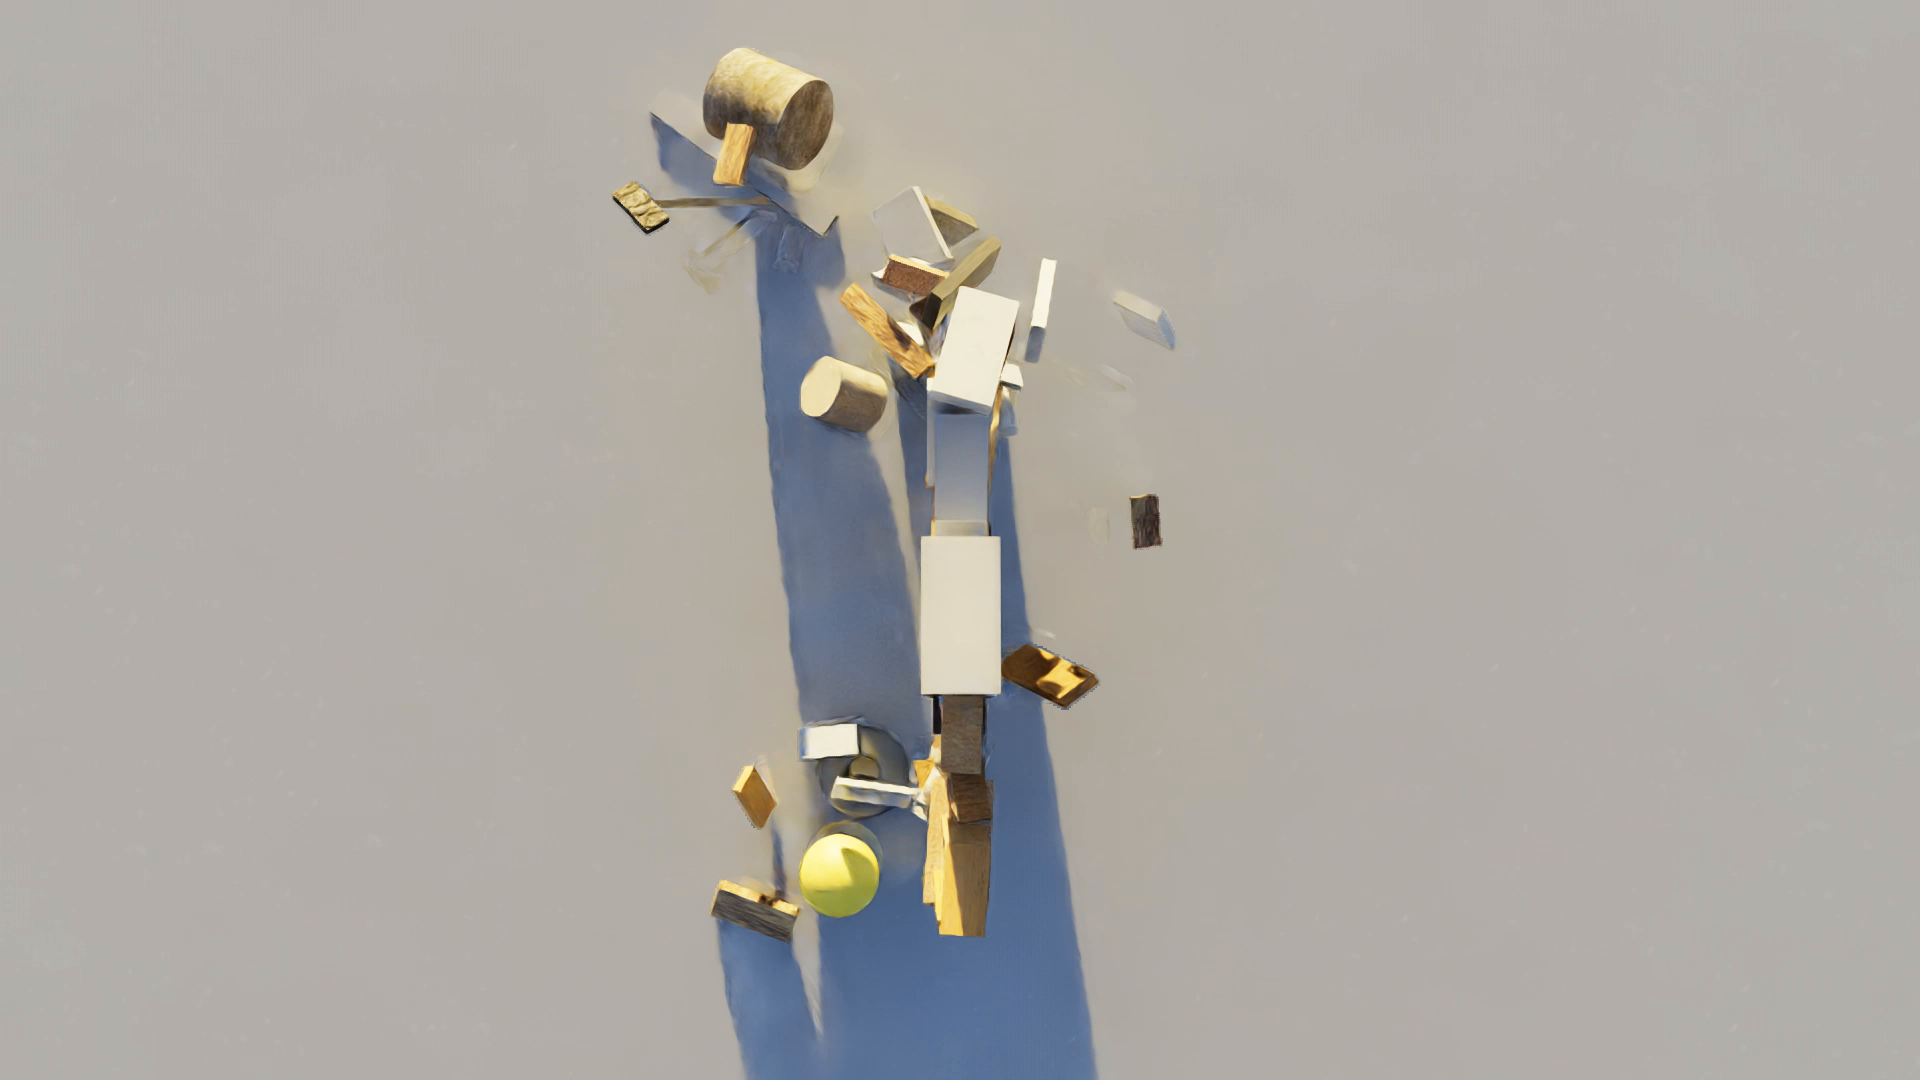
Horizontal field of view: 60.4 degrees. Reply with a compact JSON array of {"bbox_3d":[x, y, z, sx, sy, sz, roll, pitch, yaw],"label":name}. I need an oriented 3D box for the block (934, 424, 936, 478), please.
[{"bbox_3d":[-0.001,-0.163,4.006,0.124,0.035,0.255,0,126,-1],"label":"block"}]

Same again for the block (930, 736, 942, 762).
[{"bbox_3d":[-0.022,0.615,4.720,0.121,0.241,0.034,21,75,3],"label":"block"}]

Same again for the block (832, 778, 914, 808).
[{"bbox_3d":[-0.279,0.805,5.251,0.249,0.084,0.024,10,48,-10],"label":"block"}]

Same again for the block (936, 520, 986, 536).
[{"bbox_3d":[0.003,0.008,4.017,0.124,0.035,0.248,-1,116,0],"label":"block"}]

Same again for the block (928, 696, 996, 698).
[{"bbox_3d":[0.004,0.337,3.995,0.177,0.541,0.050,0,80,0],"label":"block"}]

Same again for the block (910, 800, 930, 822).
[{"bbox_3d":[-0.097,0.849,5.239,0.024,0.168,0.084,25,87,-27],"label":"block"}]

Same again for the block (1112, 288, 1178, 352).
[{"bbox_3d":[0.529,-0.620,4.679,0.135,0.452,0.038,28,93,13],"label":"block"}]

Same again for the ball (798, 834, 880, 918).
[{"bbox_3d":[-0.394,1.093,5.368,0.265,0.265,0.265,0,90,0],"label":"ball"}]

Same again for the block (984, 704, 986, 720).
[{"bbox_3d":[-0.001,0.417,4.441,0.135,0.269,0.038,0,106,0],"label":"block"}]

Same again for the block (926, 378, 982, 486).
[{"bbox_3d":[-0.006,-0.258,3.994,0.147,0.312,0.042,-1,46,-1],"label":"block"}]

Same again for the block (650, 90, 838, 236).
[{"bbox_3d":[-0.721,-1.254,5.488,0.711,0.025,0.087,36,90,0],"label":"block"}]

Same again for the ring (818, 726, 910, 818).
[{"bbox_3d":[-0.319,0.766,5.450,0.303,0.101,0.303,0,90,0],"label":"ring"}]

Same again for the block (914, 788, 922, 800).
[{"bbox_3d":[-0.061,0.779,5.005,0.132,0.264,0.037,1,85,-7],"label":"block"}]

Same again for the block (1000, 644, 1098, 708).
[{"bbox_3d":[0.241,0.382,4.687,0.121,0.434,0.034,-35,109,-15],"label":"block"}]

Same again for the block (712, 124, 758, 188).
[{"bbox_3d":[-0.646,-1.105,4.734,0.087,0.025,0.175,12,85,24],"label":"block"}]

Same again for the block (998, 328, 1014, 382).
[{"bbox_3d":[0.038,-0.459,4.062,0.147,0.293,0.042,6,67,-6],"label":"block"}]

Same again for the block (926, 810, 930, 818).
[{"bbox_3d":[-0.078,0.834,5.065,0.051,0.103,0.015,-24,75,-11],"label":"block"}]

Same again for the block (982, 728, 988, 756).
[{"bbox_3d":[0.020,0.520,4.276,0.099,0.351,0.028,3,90,1],"label":"block"}]

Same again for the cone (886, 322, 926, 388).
[{"bbox_3d":[-0.194,-0.589,5.456,0.196,0.196,0.196,17,117,0],"label":"cone"}]

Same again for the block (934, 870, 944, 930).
[{"bbox_3d":[-0.008,0.915,4.209,0.111,0.222,0.031,-1,112,-3],"label":"block"}]

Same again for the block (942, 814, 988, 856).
[{"bbox_3d":[0.013,0.773,4.259,0.111,0.222,0.031,-1,108,-4],"label":"block"}]

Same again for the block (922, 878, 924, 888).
[{"bbox_3d":[-0.003,0.964,4.787,0.167,0.827,0.047,-14,82,0],"label":"block"}]

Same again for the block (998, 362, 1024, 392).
[{"bbox_3d":[0.105,-0.462,4.556,0.149,0.021,0.074,13,49,-34],"label":"block"}]

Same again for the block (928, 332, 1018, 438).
[{"bbox_3d":[0.033,-0.444,4.657,0.176,0.050,0.352,-11,65,-9],"label":"block"}]

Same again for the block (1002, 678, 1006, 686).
[{"bbox_3d":[0.091,0.445,4.973,0.130,0.065,0.018,-33,95,21],"label":"block"}]

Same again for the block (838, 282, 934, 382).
[{"bbox_3d":[-0.211,-0.596,4.697,0.074,0.021,0.361,-47,67,9],"label":"block"}]

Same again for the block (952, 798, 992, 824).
[{"bbox_3d":[0.030,0.704,4.282,0.083,0.166,0.023,3,96,-7],"label":"block"}]

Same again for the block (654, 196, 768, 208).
[{"bbox_3d":[-0.797,-1.059,5.183,0.083,0.513,0.023,2,102,32],"label":"block"}]

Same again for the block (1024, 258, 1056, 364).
[{"bbox_3d":[0.219,-0.628,4.509,0.038,0.135,0.269,11,51,0],"label":"block"}]

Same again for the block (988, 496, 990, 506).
[{"bbox_3d":[0.009,-0.141,4.967,0.154,0.374,0.044,-2,97,0],"label":"block"}]

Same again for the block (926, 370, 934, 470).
[{"bbox_3d":[-0.003,-0.320,4.679,0.176,0.050,0.427,1,47,0],"label":"block"}]

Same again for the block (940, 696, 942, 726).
[{"bbox_3d":[0.000,0.428,4.171,0.099,0.197,0.028,0,67,0],"label":"block"}]

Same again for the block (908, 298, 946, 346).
[{"bbox_3d":[-0.060,-0.619,4.685,0.083,0.023,0.166,-33,71,-30],"label":"block"}]

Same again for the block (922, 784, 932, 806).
[{"bbox_3d":[-0.009,0.721,4.640,0.167,0.334,0.047,2,85,-6],"label":"block"}]

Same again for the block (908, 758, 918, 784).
[{"bbox_3d":[-0.098,0.773,5.359,0.162,0.020,0.069,21,100,40],"label":"block"}]
